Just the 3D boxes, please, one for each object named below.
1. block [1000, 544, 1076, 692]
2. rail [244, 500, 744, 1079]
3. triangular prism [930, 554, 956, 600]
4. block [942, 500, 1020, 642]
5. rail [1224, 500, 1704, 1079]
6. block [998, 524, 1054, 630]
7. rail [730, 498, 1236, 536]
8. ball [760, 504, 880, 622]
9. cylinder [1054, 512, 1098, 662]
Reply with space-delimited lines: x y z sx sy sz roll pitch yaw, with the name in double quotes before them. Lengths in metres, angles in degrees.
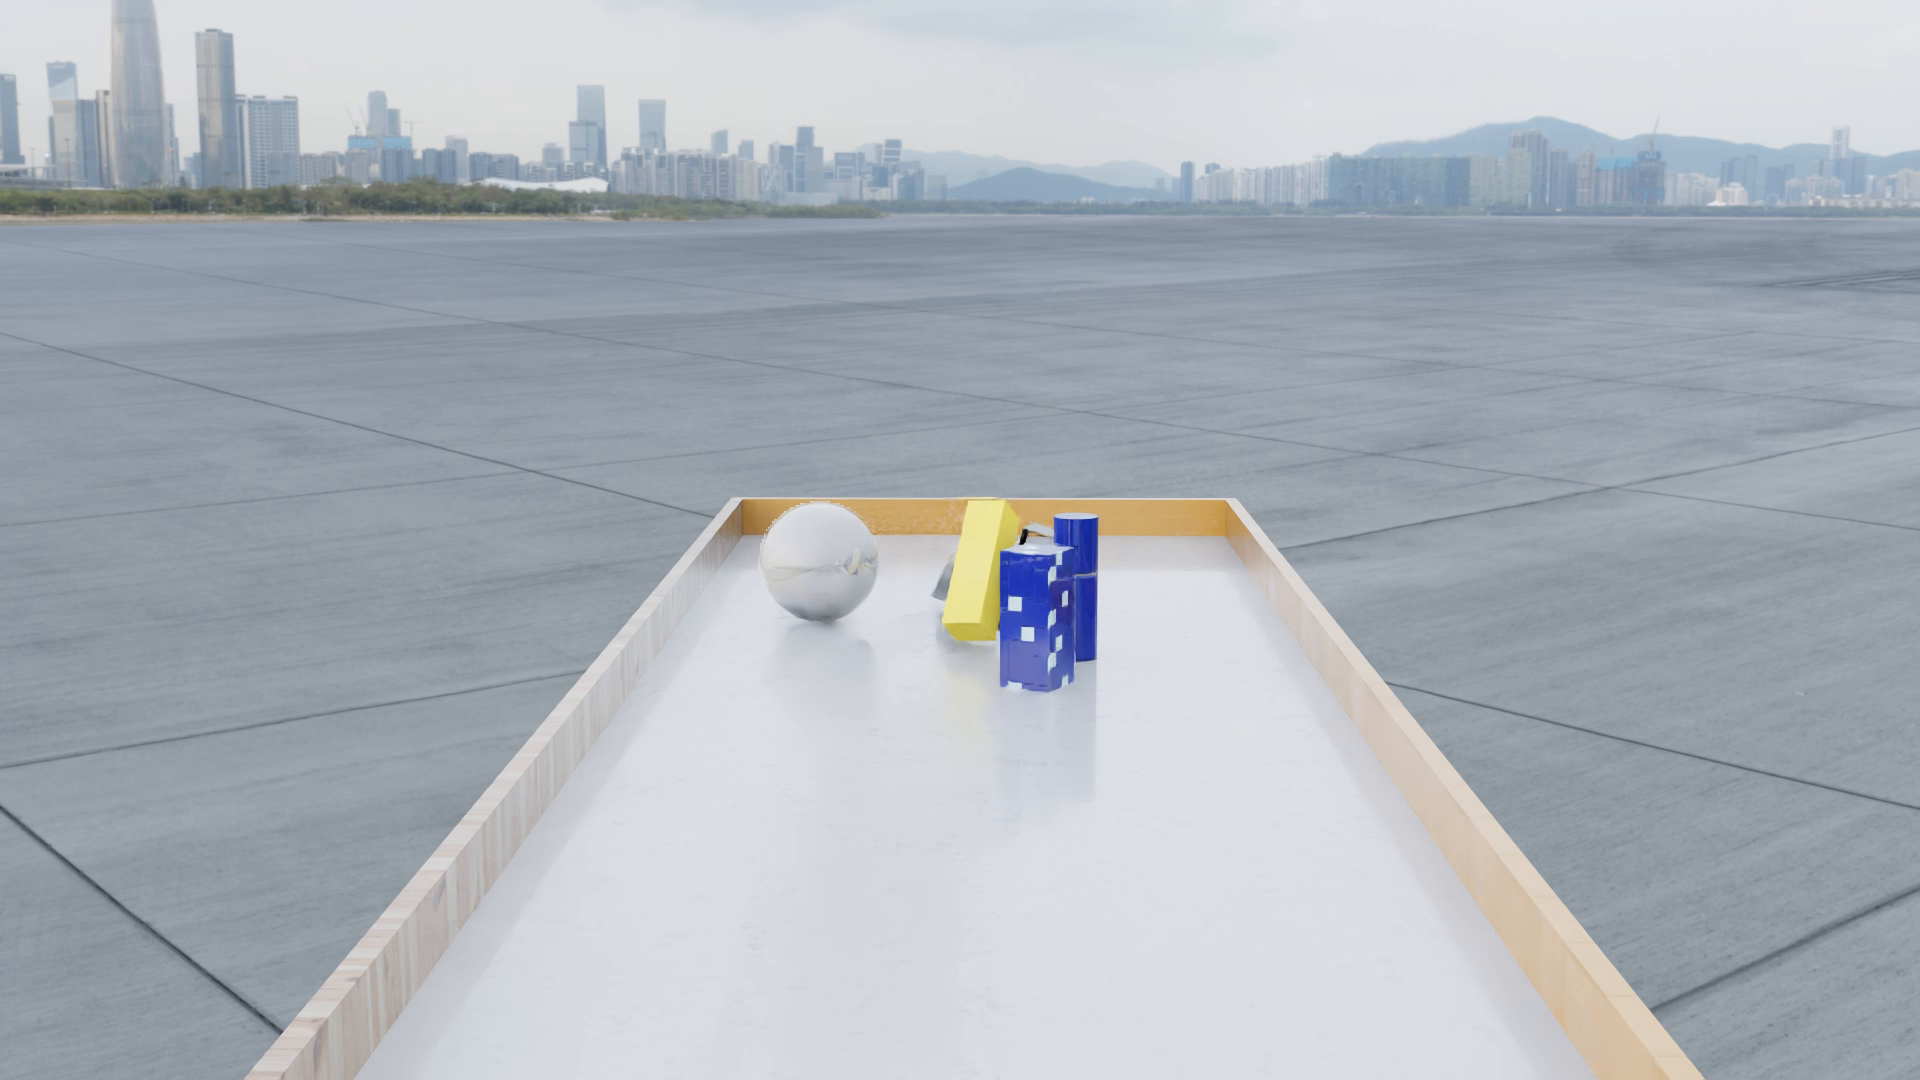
"block" 0.223 0.222 6.342 0.160 0.396 0.160 5 10 29
"rail" -1.004 0.839 3.234 0.050 0.150 12.000 0 9 1
"triangular prism" -0.008 0.102 7.430 0.108 0.093 0.362 17 -24 -4
"block" 0.068 0.097 6.992 0.130 0.441 0.130 -1 -30 25
"rail" 1.046 0.843 3.208 0.050 0.150 12.000 0 9 1
"block" 0.253 0.136 6.976 0.161 0.334 0.161 16 10 13
"rail" 0.099 -0.098 9.147 2.100 0.150 0.050 0 9 1
"ball" -0.463 0.075 7.281 0.394 0.394 0.394 0 9 0
"cylinder" 0.352 0.144 6.699 0.136 0.439 0.136 0 9 0
